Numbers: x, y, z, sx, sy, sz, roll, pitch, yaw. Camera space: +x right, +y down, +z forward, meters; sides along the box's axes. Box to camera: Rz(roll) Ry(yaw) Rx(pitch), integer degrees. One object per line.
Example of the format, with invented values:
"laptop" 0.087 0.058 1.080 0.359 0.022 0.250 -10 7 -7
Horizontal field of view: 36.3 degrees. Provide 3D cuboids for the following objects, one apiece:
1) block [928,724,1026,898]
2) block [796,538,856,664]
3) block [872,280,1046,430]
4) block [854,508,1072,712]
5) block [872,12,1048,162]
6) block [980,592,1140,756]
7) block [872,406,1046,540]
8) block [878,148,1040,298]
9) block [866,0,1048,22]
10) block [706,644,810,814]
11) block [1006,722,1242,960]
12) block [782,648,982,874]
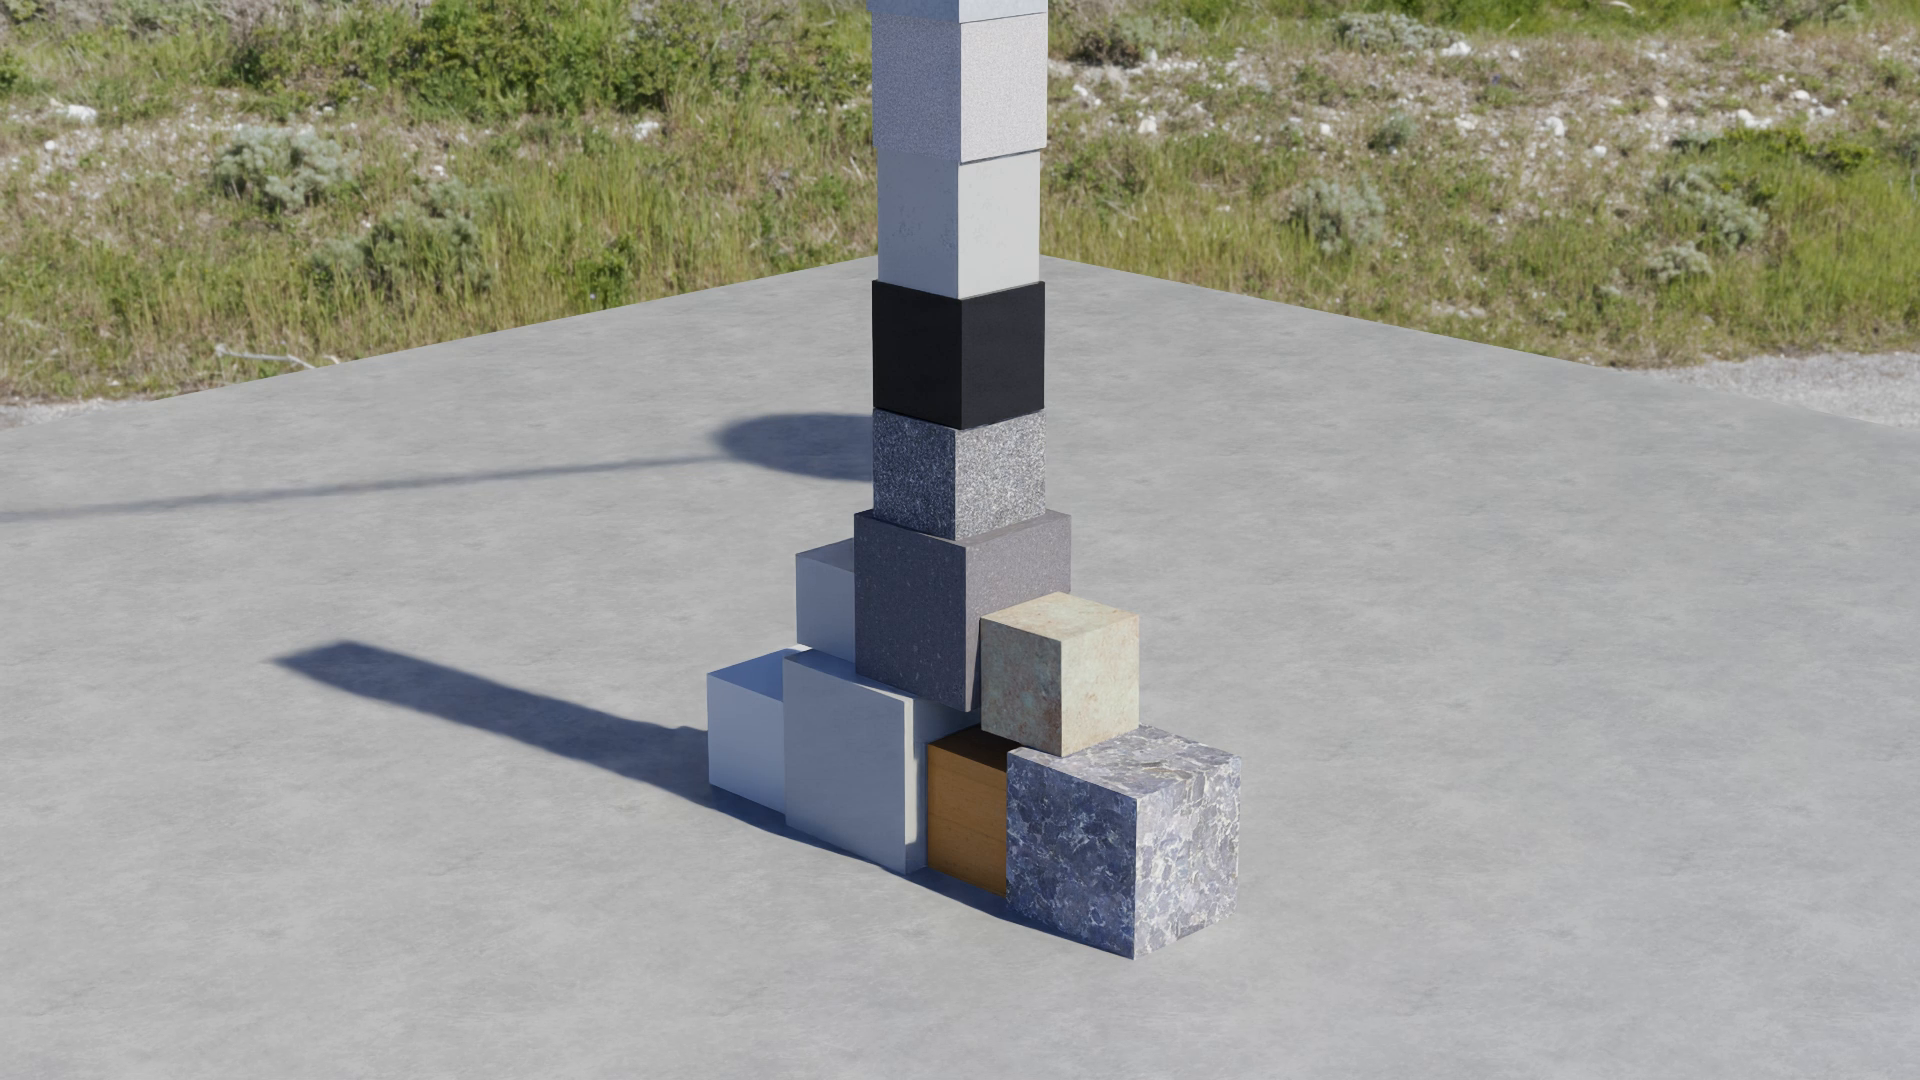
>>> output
"block" 0.252 1.217 13.456 0.573 0.609 0.560 -17 24 -42
"block" -0.422 0.277 13.899 0.506 0.445 0.498 -17 24 -42
"block" -0.007 -0.869 13.061 0.523 0.579 0.563 -17 24 -42
"block" 0.012 0.253 13.429 0.680 0.772 0.718 -17 24 -42
"block" -0.002 -1.998 12.712 0.526 0.589 0.547 -17 24 -42
"block" 0.446 0.592 13.086 0.506 0.533 0.492 -17 23 -42
"block" -0.003 -0.353 13.228 0.575 0.506 0.525 -17 24 -42
"block" -0.006 -1.431 12.885 0.504 0.597 0.502 -17 24 -42
"block" -0.013 -2.505 12.541 0.539 0.482 0.564 -17 24 -42
"block" -0.777 0.927 14.435 0.665 0.576 0.648 -17 24 -42
"block" 0.719 1.297 12.974 0.684 0.747 0.765 -17 24 -42
"block" -0.249 0.956 13.890 0.828 0.846 0.825 -17 24 -42
